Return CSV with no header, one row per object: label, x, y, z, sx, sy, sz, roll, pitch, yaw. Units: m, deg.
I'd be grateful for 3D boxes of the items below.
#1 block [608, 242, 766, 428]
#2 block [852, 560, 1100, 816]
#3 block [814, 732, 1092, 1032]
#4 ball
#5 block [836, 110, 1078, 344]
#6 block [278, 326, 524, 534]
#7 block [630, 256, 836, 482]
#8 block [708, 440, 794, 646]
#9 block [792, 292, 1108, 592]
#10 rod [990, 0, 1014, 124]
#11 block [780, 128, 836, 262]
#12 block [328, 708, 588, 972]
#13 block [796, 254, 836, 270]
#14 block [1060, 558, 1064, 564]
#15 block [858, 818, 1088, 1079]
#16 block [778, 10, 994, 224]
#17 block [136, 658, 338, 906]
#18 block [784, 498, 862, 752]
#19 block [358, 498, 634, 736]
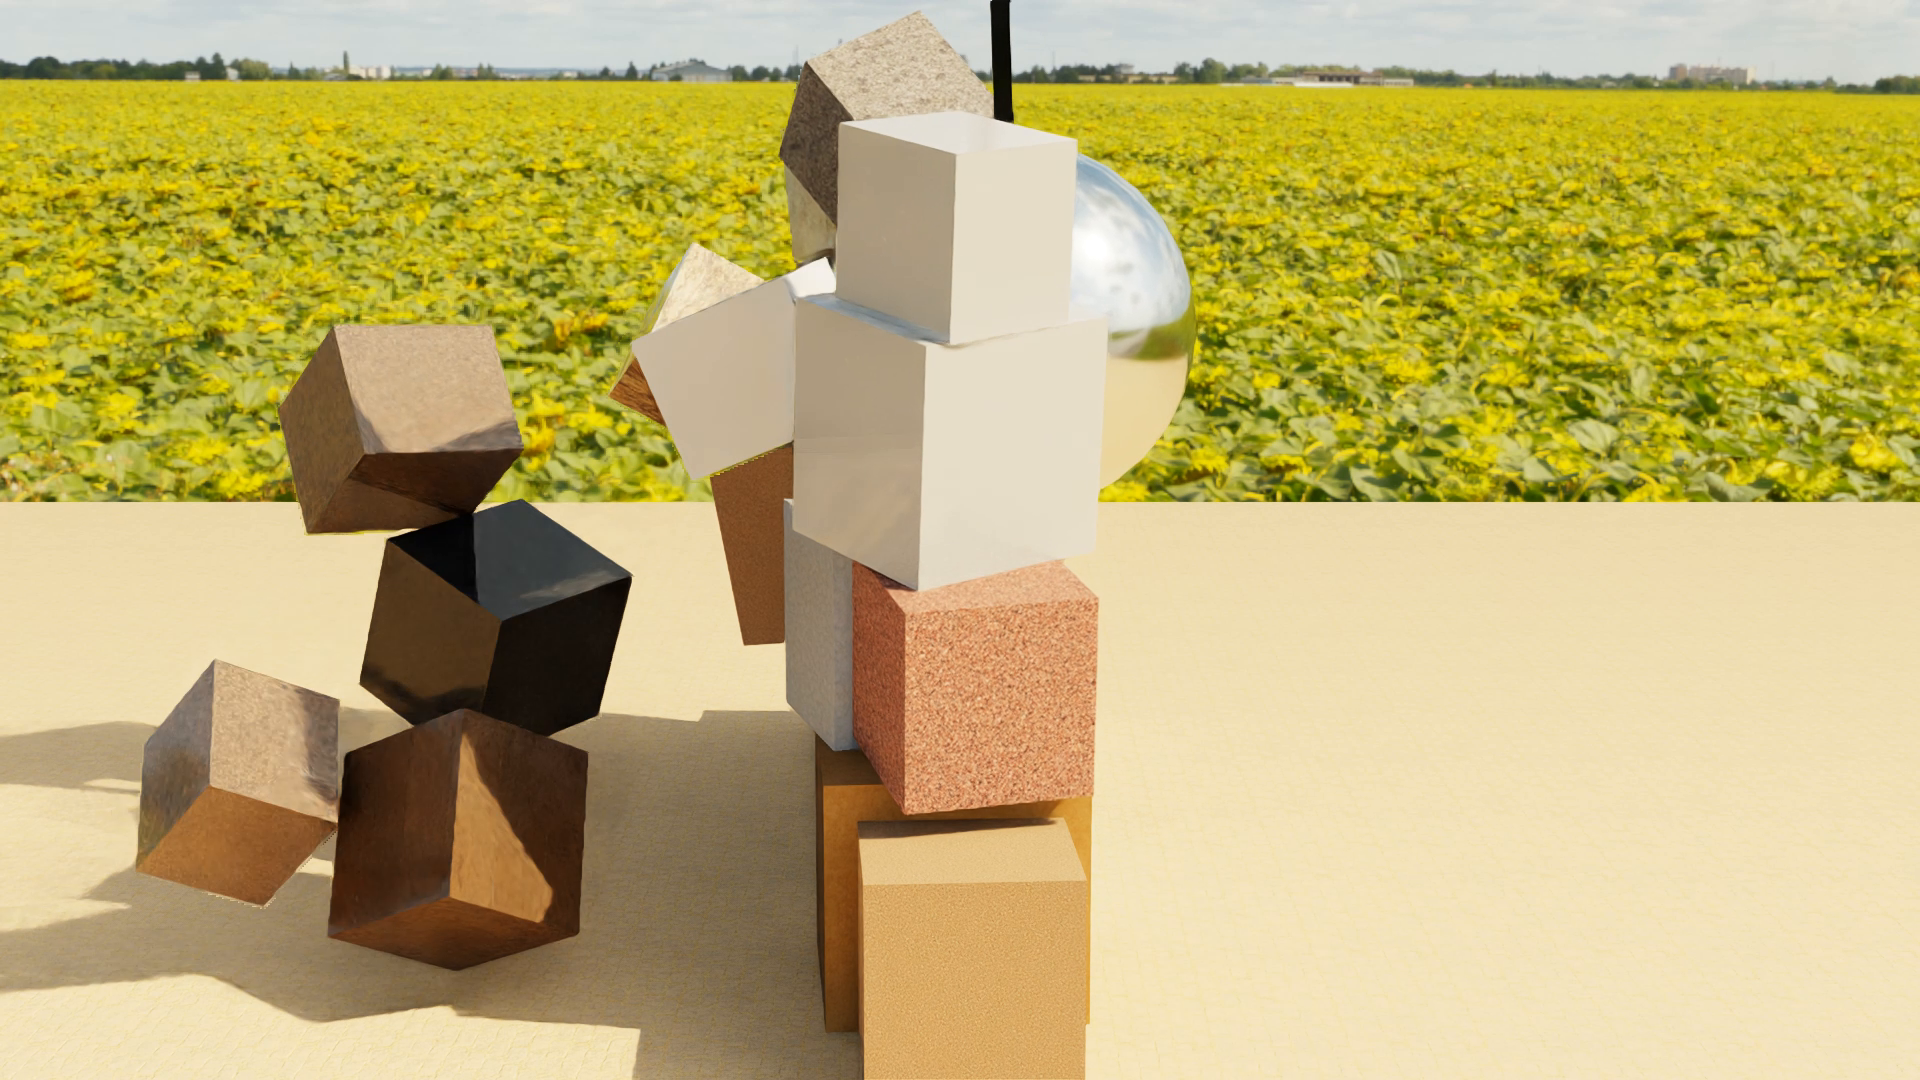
block,-1.115,-0.836,11.172,0.524,0.553,0.549,28,-33,-13
block,0.040,0.476,9.440,0.706,0.755,0.789,-4,18,-15
block,-0.050,1.264,9.969,0.987,0.947,1.017,-1,10,-5
ball,0.216,-0.912,11.015,1.600,1.600,1.600,0,10,0
block,-0.021,-1.125,9.125,0.545,0.661,0.659,-13,24,-37
block,-2.751,-0.543,12.592,0.816,0.690,0.843,-3,-24,-36
block,-0.786,-0.674,10.055,0.680,0.587,0.554,-21,8,19
block,-0.547,-0.074,12.158,0.828,0.916,0.834,-5,11,30
block,-0.047,-0.424,9.486,0.825,0.901,0.795,-12,24,-36
rod,0.094,-4.255,10.407,0.080,5.200,0.080,-2,10,0
block,-0.429,-1.736,12.464,0.681,0.654,0.717,-6,2,-17
block,-1.930,1.169,9.906,0.717,0.742,0.627,-21,-32,35
block,-0.210,-1.044,12.682,0.796,0.781,0.898,-7,3,-33
block,-0.048,-0.201,12.961,0.879,0.880,0.852,1,5,24
block,0.028,1.490,9.106,0.758,0.811,0.751,-1,10,-4
block,-0.301,-1.817,11.580,0.650,0.690,0.674,-30,-18,-28
block,-2.800,0.946,9.968,0.529,0.595,0.615,23,37,-33
block,-0.209,0.300,10.236,0.816,0.848,0.819,-3,11,-17
block,-2.323,0.449,12.837,0.816,0.858,0.905,32,30,26
